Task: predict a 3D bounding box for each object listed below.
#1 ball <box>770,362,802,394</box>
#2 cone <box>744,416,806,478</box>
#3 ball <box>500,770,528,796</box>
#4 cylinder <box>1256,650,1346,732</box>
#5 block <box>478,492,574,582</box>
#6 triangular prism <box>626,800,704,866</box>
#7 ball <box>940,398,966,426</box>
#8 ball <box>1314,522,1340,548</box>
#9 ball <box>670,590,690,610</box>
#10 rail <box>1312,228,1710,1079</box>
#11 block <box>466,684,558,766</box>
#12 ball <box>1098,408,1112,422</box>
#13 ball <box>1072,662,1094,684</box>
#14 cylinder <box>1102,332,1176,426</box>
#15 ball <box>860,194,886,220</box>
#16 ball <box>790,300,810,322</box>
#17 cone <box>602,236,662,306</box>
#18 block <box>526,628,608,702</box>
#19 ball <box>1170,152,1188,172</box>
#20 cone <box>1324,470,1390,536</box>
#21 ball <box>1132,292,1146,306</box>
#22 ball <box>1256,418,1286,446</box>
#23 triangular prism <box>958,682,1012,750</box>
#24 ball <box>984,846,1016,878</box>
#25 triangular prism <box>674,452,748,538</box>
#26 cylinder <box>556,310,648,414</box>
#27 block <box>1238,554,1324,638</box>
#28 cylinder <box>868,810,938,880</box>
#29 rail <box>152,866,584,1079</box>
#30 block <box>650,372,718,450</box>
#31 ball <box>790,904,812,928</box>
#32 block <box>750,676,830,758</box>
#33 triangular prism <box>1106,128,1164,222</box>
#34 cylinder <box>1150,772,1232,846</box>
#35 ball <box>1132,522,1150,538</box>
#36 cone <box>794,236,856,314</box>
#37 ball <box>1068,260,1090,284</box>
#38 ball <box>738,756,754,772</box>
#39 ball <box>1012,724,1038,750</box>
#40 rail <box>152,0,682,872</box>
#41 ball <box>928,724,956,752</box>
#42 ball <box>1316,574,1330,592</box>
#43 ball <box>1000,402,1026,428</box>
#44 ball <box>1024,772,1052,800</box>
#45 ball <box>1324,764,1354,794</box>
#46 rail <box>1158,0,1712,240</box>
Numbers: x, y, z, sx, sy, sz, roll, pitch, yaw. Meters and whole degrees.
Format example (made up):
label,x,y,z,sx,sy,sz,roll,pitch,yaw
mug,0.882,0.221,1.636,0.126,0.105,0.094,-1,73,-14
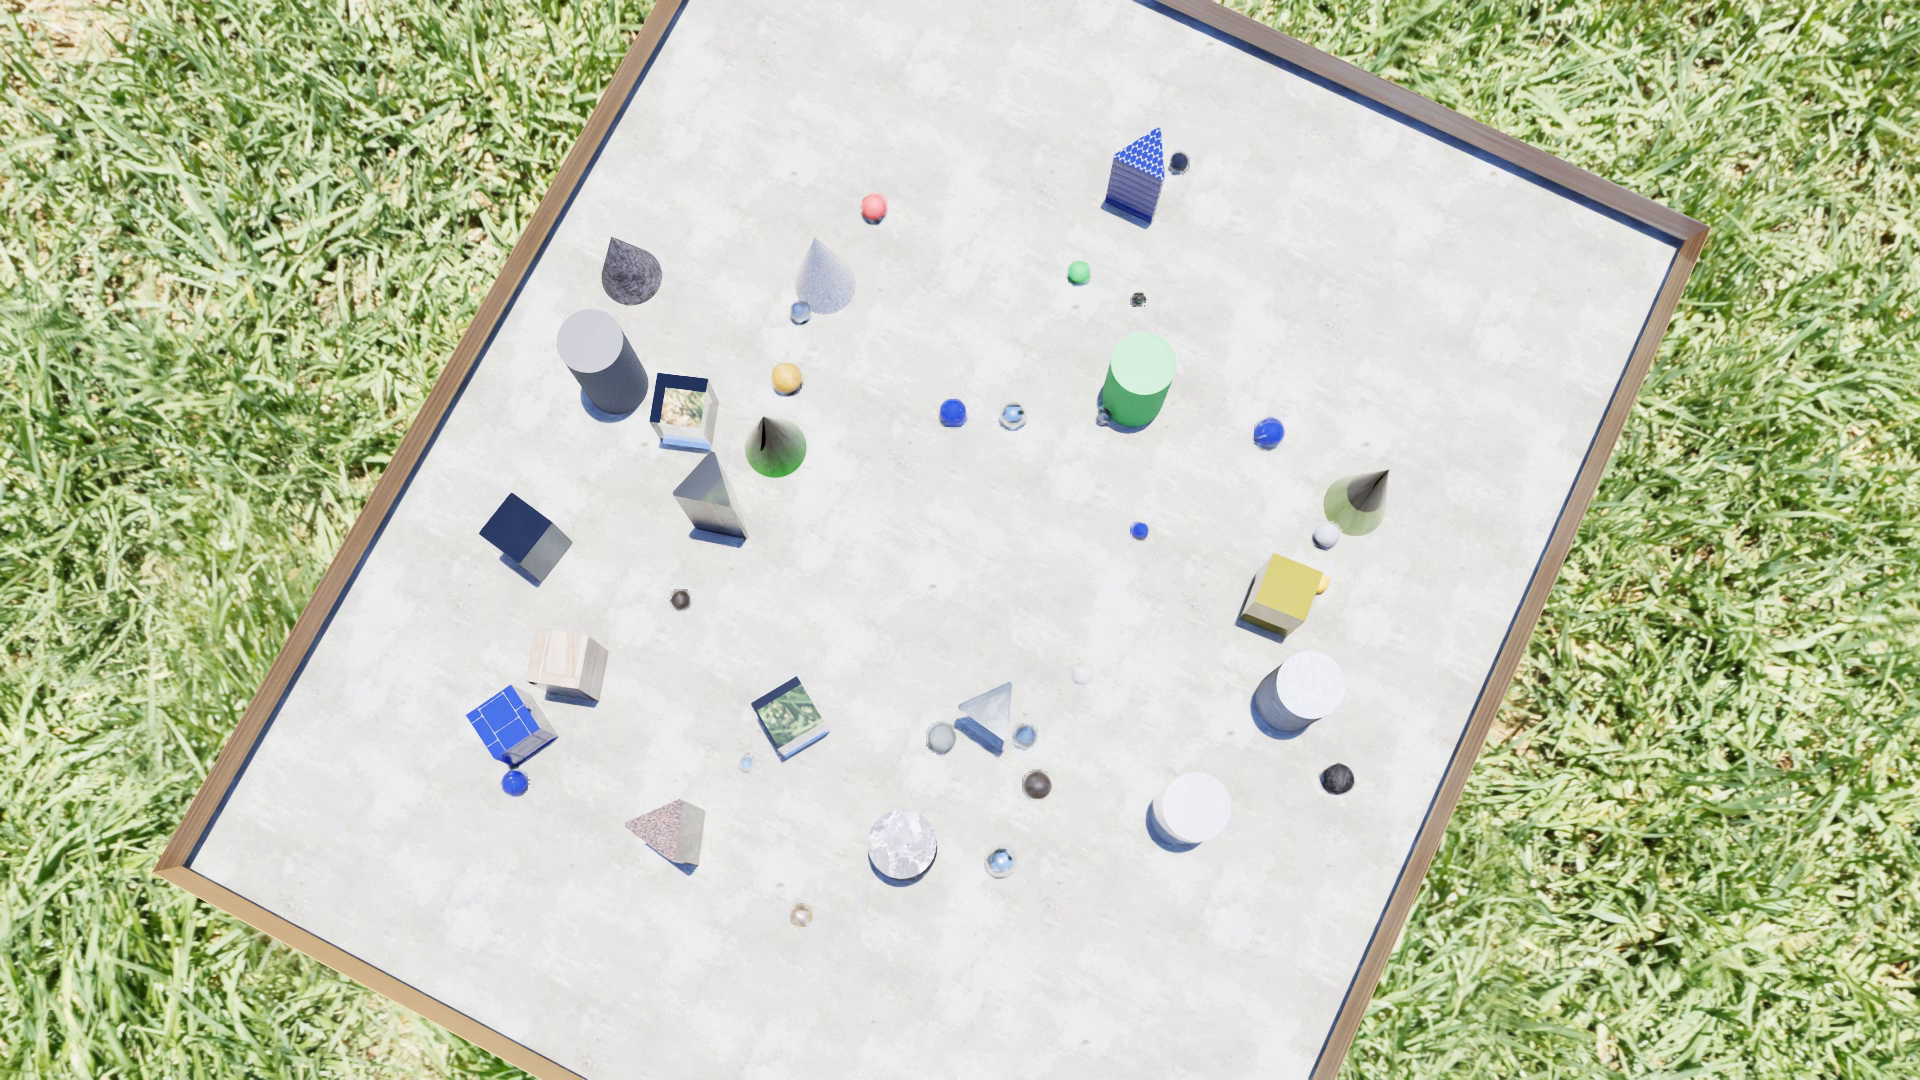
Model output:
label,x,y,z,sx,sy,sz,roll,pitch,yaw
ball,-0.537,-0.502,5.671,0.096,0.096,0.096,0,78,0
cone,-0.571,-0.323,5.497,0.193,0.366,0.193,0,78,0
ball,-1.321,0.719,5.429,0.076,0.076,0.076,0,78,0
cylinder,0.985,0.444,5.332,0.193,0.377,0.193,0,78,0
block,-1.292,-0.005,5.467,0.154,0.295,0.154,35,81,7
triangular prism,-0.802,0.811,5.211,0.167,0.466,0.144,35,80,7
ball,-0.022,-0.396,5.654,0.086,0.086,0.086,0,78,0
ball,1.118,-0.015,5.581,0.076,0.076,0.076,0,78,0
ball,-0.846,0.181,5.549,0.059,0.059,0.059,0,78,0
rail,1.452,0.717,5.403,0.045,0.125,3.853,26,80,5
block,-1.310,0.546,5.373,0.154,0.255,0.154,-35,80,-7
ball,0.445,-0.383,5.648,0.043,0.043,0.043,0,78,0
ball,0.367,0.401,5.500,0.065,0.065,0.065,0,78,0
cylinder,0.538,-0.481,5.535,0.193,0.355,0.193,0,78,0
ball,-0.272,-1.052,5.792,0.082,0.082,0.082,0,78,0
ball,-0.500,-0.715,5.728,0.067,0.067,0.067,0,78,0
cone,-1.037,-0.868,5.617,0.193,0.350,0.193,0,78,0
block,-1.150,0.369,5.382,0.154,0.310,0.154,8,78,2
ball,0.697,-1.202,5.834,0.062,0.062,0.062,0,78,0
cone,1.214,-0.153,5.411,0.193,0.465,0.193,0,78,0
ball,0.561,-0.757,5.752,0.042,0.042,0.042,0,78,0
ball,0.955,-0.333,5.639,0.091,0.091,0.091,0,78,0
triangular prism,0.104,0.494,5.353,0.167,0.317,0.144,35,80,7
ball,0.119,0.943,5.374,0.092,0.092,0.092,0,78,0
triangular prism,-0.717,-0.137,5.413,0.167,0.455,0.144,11,79,2
cylinder,-1.067,-0.529,5.499,0.193,0.444,0.193,0,78,0
block,0.946,0.167,5.421,0.154,0.315,0.154,22,79,4
cylinder,-0.163,0.881,5.281,0.193,0.301,0.193,0,78,0
rail,-0.851,1.673,5.205,3.294,0.125,0.045,26,80,5
block,-0.836,-0.390,5.569,0.154,0.251,0.154,7,78,1
ball,-0.467,1.099,5.356,0.066,0.066,0.066,0,78,0
block,-0.494,0.521,5.371,0.154,0.271,0.154,-30,80,-6
triangular prism,0.568,-1.143,5.676,0.167,0.348,0.144,26,80,5
cylinder,0.662,0.778,5.284,0.193,0.335,0.193,0,78,0
ball,0.552,-0.030,5.597,0.051,0.051,0.051,0,78,0
cone,-0.426,-0.846,5.577,0.193,0.420,0.193,0,78,0
ball,0.375,-0.841,5.754,0.072,0.072,0.072,0,78,0
ball,-0.636,0.666,5.454,0.048,0.048,0.048,0,78,0
ball,0.194,0.585,5.458,0.074,0.074,0.074,0,78,0
rail,-1.452,-0.704,5.697,0.045,0.125,3.853,26,80,5
ball,-0.055,0.589,5.451,0.086,0.086,0.086,0,78,0
ball,1.091,0.131,5.559,0.059,0.059,0.059,0,78,0
ball,0.163,-0.386,5.654,0.083,0.083,0.083,0,78,0
ball,0.230,0.727,5.424,0.083,0.083,0.083,0,78,0
ball,1.122,0.706,5.425,0.089,0.089,0.089,0,78,0
rail,0.851,-1.660,5.895,3.294,0.125,0.045,26,80,5
